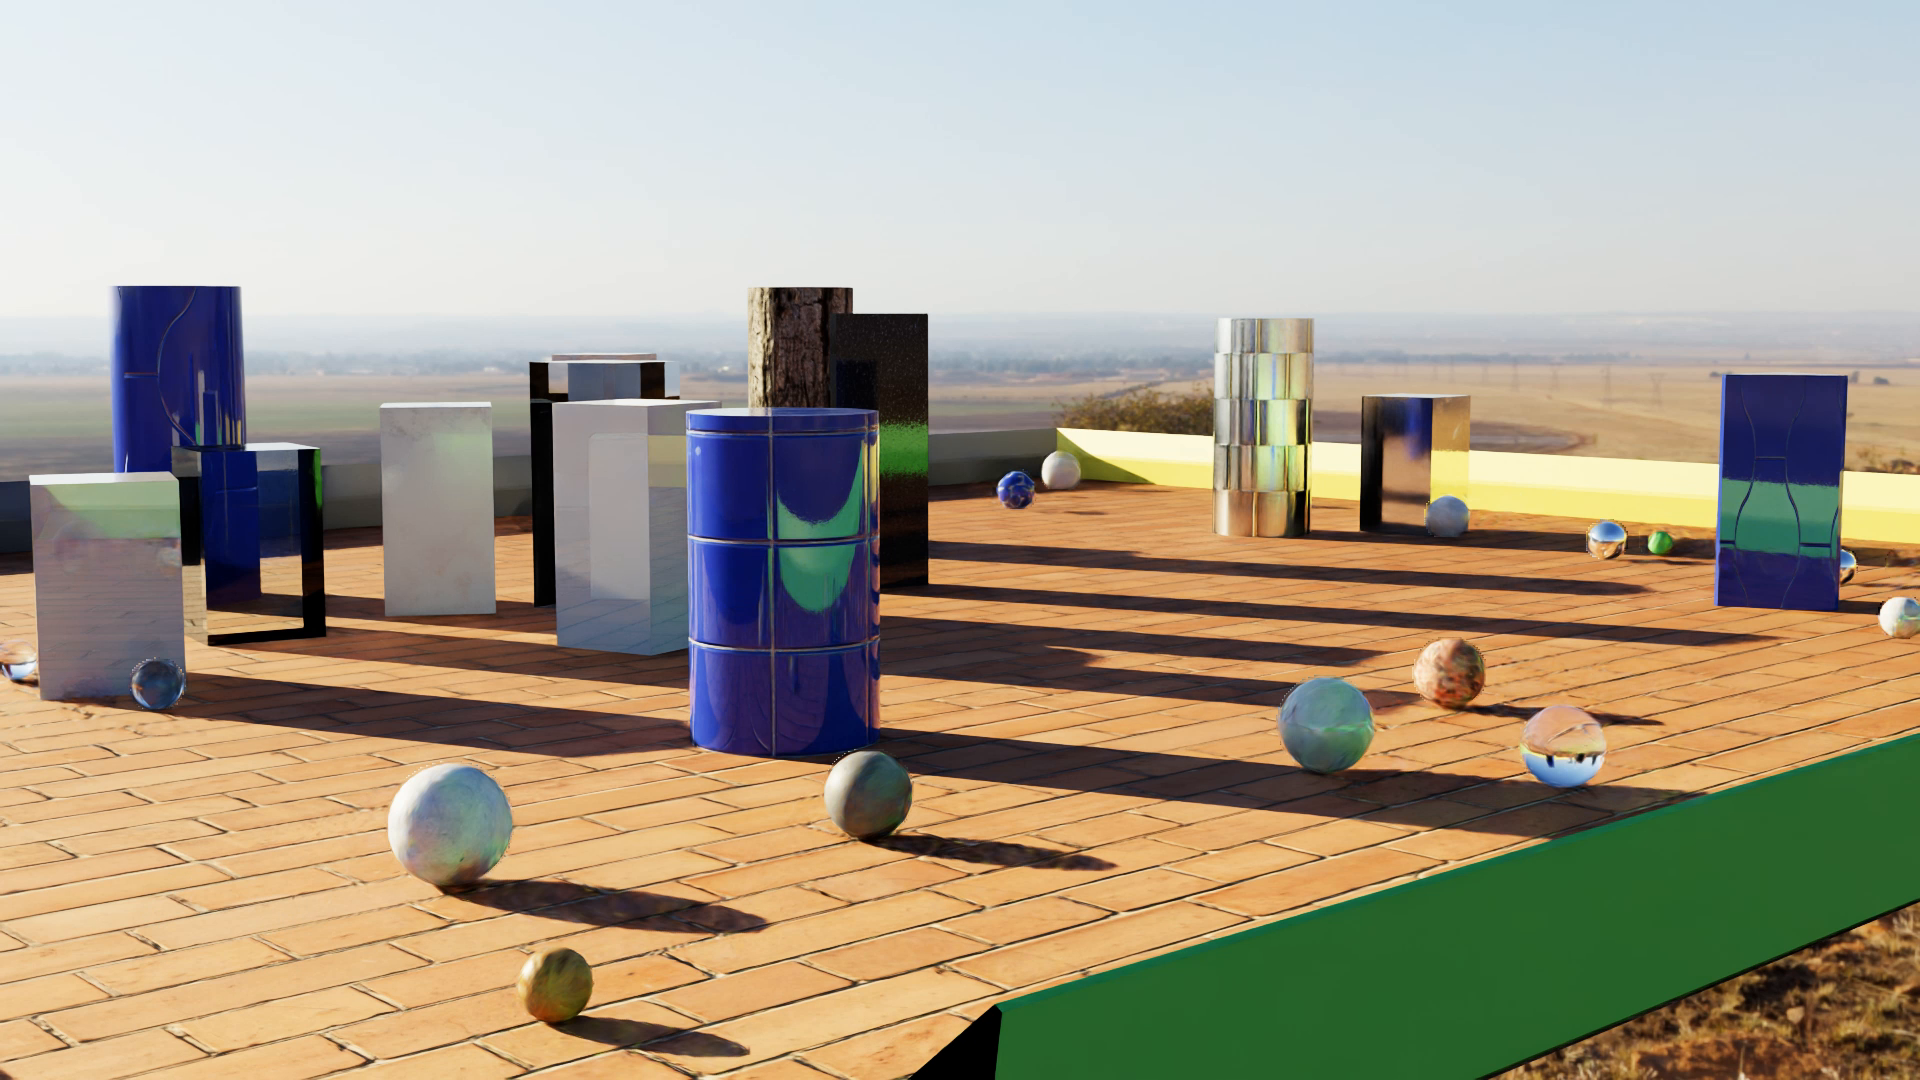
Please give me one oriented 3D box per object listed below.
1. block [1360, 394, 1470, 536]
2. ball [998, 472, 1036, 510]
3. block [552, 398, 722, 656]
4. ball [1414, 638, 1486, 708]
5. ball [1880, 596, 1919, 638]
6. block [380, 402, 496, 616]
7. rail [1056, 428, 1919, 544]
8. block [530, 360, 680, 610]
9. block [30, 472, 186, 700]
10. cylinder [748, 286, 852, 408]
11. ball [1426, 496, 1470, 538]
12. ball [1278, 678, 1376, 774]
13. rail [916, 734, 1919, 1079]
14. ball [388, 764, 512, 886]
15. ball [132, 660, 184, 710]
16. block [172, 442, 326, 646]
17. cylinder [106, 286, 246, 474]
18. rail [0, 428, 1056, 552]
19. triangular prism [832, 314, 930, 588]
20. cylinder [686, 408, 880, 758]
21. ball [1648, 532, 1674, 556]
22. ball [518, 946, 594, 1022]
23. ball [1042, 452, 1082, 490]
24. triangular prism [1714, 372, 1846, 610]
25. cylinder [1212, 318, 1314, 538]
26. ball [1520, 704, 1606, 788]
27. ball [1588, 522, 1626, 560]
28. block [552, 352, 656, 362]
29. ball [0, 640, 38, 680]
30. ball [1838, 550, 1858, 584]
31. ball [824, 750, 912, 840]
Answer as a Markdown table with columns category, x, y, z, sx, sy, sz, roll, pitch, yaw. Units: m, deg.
| category | x | y | z | sx | sy | sz | roll | pitch | yaw |
| --- | --- | --- | --- | --- | --- | --- | --- | --- | --- |
| block | 0.920 | -0.155 | 4.445 | 0.158 | 0.274 | 0.158 | 5 | 8 | 40 |
| ball | 0.126 | -0.110 | 4.926 | 0.086 | 0.086 | 0.086 | 0 | 6 | 0 |
| block | -0.428 | -0.022 | 2.939 | 0.158 | 0.323 | 0.158 | 3 | 7 | 30 |
| ball | 0.552 | 0.150 | 2.475 | 0.077 | 0.077 | 0.077 | 0 | 6 | 0 |
| ball | 1.282 | 0.106 | 2.993 | 0.057 | 0.057 | 0.057 | 0 | 6 | 0 |
| block | -0.779 | -0.050 | 3.289 | 0.158 | 0.305 | 0.158 | -1 | 6 | -12 |
| rail | 1.417 | -0.102 | 4.632 | 0.045 | 0.129 | 3.463 | -5 | 8 | -42 |
| block | -0.533 | -0.085 | 3.319 | 0.158 | 0.368 | 0.158 | 3 | 7 | 29 |
| block | -1.013 | 0.050 | 2.611 | 0.158 | 0.248 | 0.158 | -3 | 6 | -23 |
| cylinder | -0.300 | -0.232 | 4.161 | 0.198 | 0.488 | 0.198 | 0 | 6 | 0 |
| ball | 0.957 | -0.045 | 4.313 | 0.084 | 0.084 | 0.084 | 0 | 6 | 0 |
| ball | 0.354 | 0.179 | 2.124 | 0.092 | 0.092 | 0.092 | 0 | 6 | 0 |
| rail | 1.158 | 0.164 | 2.084 | 3.903 | 0.129 | 0.045 | -5 | 8 | -42 |
| ball | -0.396 | 0.221 | 1.708 | 0.095 | 0.095 | 0.095 | 0 | 6 | 0 |
| ball | -0.899 | 0.162 | 2.462 | 0.055 | 0.055 | 0.055 | 0 | 6 | 0 |
| block | -0.978 | 0.002 | 3.021 | 0.158 | 0.258 | 0.158 | -4 | 7 | -33 |
| cylinder | -1.218 | -0.154 | 3.436 | 0.198 | 0.482 | 0.198 | 0 | 6 | 0 |
| rail | -1.158 | -0.097 | 4.580 | 3.903 | 0.129 | 0.045 | -5 | 8 | -42 |
| triangular prism | -0.161 | -0.148 | 3.583 | 0.172 | 0.440 | 0.149 | -3 | 7 | -29 |
| cylinder | -0.182 | 0.037 | 2.280 | 0.198 | 0.341 | 0.198 | 0 | 6 | 0 |
| ball | 1.276 | 0.006 | 4.007 | 0.044 | 0.044 | 0.044 | 0 | 6 | 0 |
| ball | -0.254 | 0.279 | 1.381 | 0.047 | 0.047 | 0.047 | 0 | 6 | 0 |
| ball | 0.251 | -0.171 | 5.448 | 0.099 | 0.099 | 0.099 | 0 | 6 | 0 |
| triangular prism | 1.249 | -0.079 | 3.351 | 0.172 | 0.350 | 0.149 | 2 | 6 | 20 |
| cylinder | 0.607 | -0.229 | 4.410 | 0.198 | 0.429 | 0.198 | 0 | 6 | 0 |
| ball | 0.564 | 0.193 | 2.056 | 0.078 | 0.078 | 0.078 | 0 | 6 | 0 |
| ball | 1.161 | 0.001 | 3.945 | 0.068 | 0.068 | 0.068 | 0 | 6 | 0 |
| block | -0.720 | -0.200 | 4.474 | 0.158 | 0.357 | 0.158 | 2 | 6 | 15 |
| ball | -1.139 | 0.144 | 2.652 | 0.048 | 0.048 | 0.048 | 0 | 6 | 0 |
| ball | 1.437 | 0.044 | 3.596 | 0.056 | 0.056 | 0.056 | 0 | 6 | 0 |
| ball | -0.077 | 0.215 | 1.858 | 0.075 | 0.075 | 0.075 | 0 | 6 | 0 |
